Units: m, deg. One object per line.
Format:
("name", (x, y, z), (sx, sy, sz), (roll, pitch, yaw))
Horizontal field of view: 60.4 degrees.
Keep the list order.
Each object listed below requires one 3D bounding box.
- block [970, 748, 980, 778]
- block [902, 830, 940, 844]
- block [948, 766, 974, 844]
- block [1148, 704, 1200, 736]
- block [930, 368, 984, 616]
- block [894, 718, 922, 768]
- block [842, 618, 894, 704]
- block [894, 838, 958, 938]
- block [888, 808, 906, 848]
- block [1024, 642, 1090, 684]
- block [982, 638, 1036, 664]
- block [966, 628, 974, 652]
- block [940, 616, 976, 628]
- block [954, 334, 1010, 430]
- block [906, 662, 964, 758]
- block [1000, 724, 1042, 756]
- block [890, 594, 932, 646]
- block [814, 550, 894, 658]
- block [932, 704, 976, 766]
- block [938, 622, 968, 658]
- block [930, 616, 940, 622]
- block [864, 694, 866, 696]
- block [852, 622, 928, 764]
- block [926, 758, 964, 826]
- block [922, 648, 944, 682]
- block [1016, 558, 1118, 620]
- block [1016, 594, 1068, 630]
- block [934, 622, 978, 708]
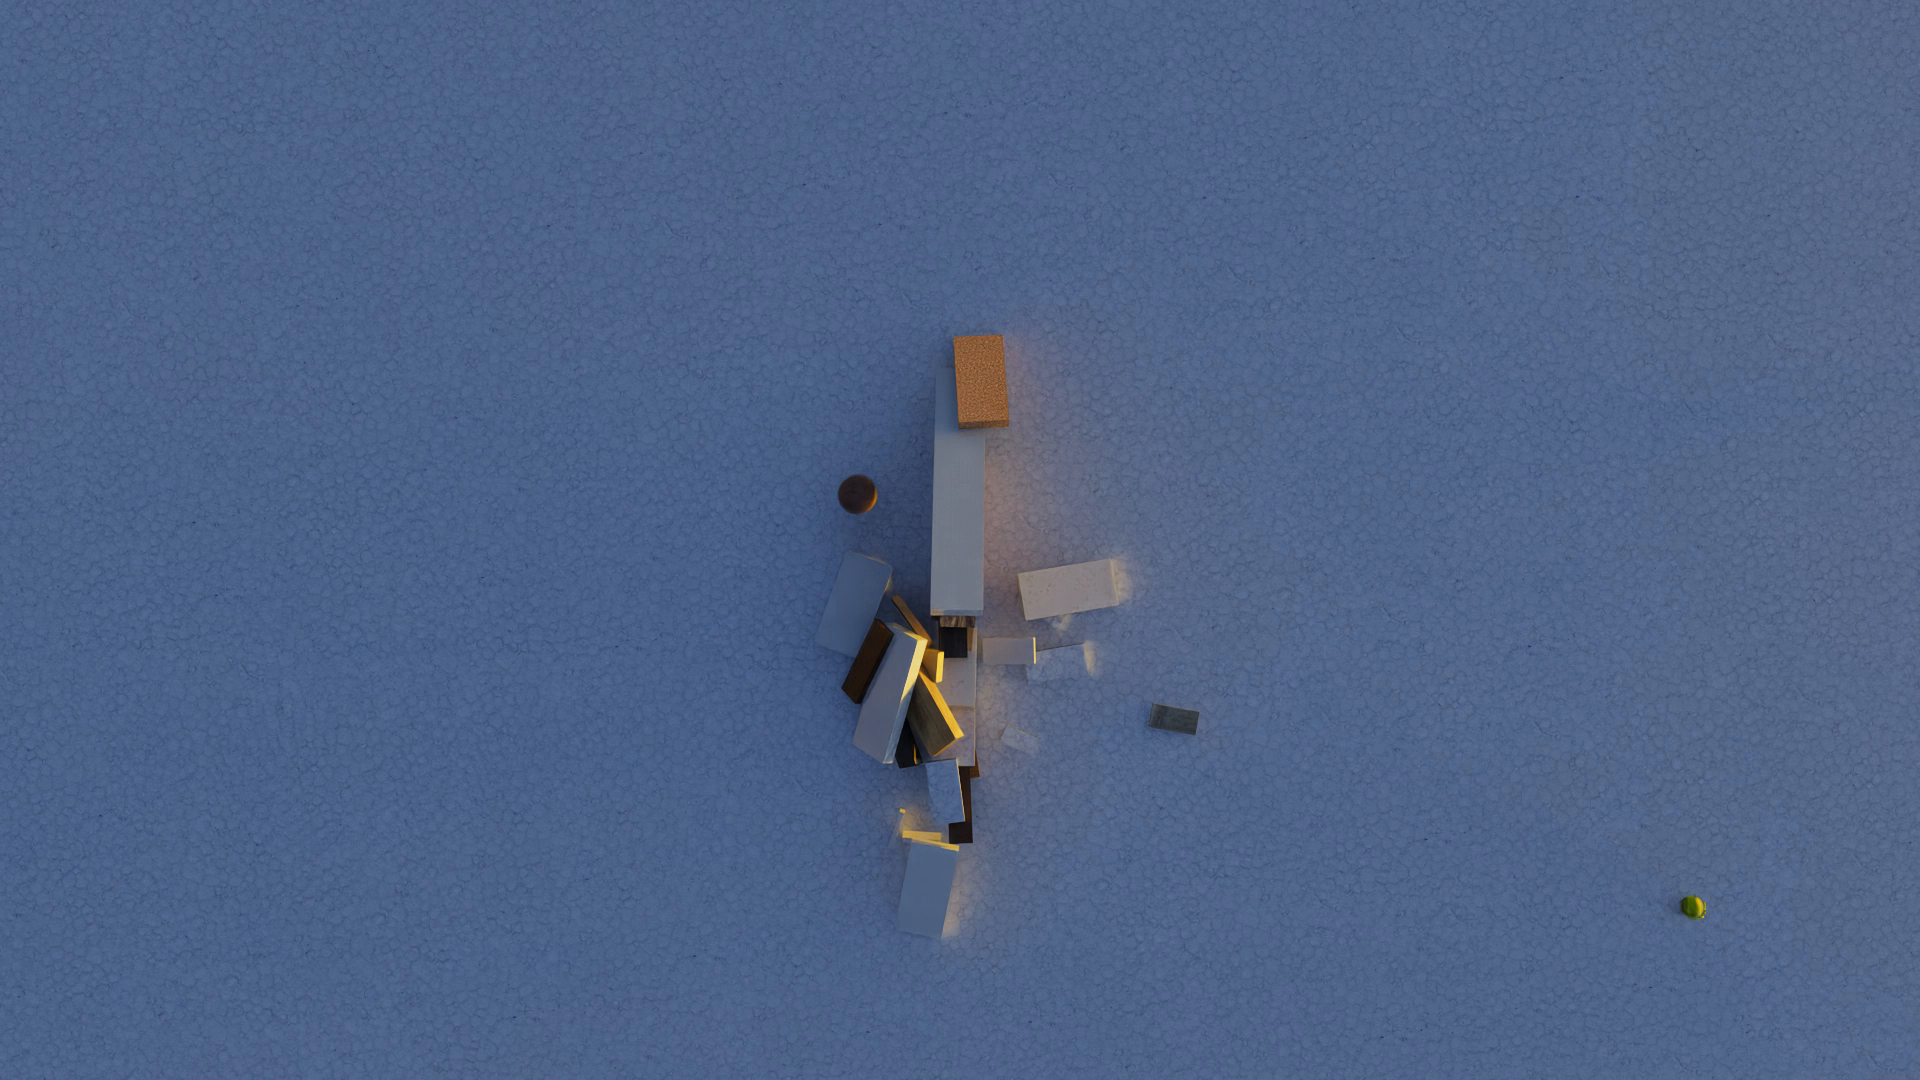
("block", (0.015, 0.716, 5.489), (0.078, 0.022, 0.157), (-10, 90, 0))
("block", (-0.127, 0.987, 5.468), (0.125, 0.063, 0.018), (4, 102, 0))
("block", (-0.006, 0.760, 5.443), (0.078, 0.022, 0.476), (-3, 79, 1))
("block", (0.712, 0.597, 5.489), (0.157, 0.022, 0.078), (10, 90, 0))
("block", (-0.003, -0.167, 5.290), (0.162, 0.046, 0.869), (1, 64, 1))
("block", (-0.196, 0.649, 5.450), (0.029, 0.103, 0.205), (-20, 90, -37))
("block", (-0.304, 0.399, 5.417), (0.086, 0.024, 0.280), (43, 116, 38))
("block", (-0.110, 1.148, 5.445), (0.157, 0.044, 0.313), (11, 102, 0))
("block", (-0.211, 0.958, 5.469), (0.018, 0.063, 0.125), (18, 90, 0))
("block", (0.319, 0.410, 5.485), (0.205, 0.029, 0.103), (-9, 90, 0))
("block", (0.163, 0.368, 5.469), (0.172, 0.024, 0.086), (-1, 90, 13))
("block", (0.000, 0.271, 5.448), (0.093, 0.026, 0.185), (5, 70, 1))
("block", (-0.002, 0.180, 5.279), (0.113, 0.032, 0.227), (2, 126, -4))
("block", (0.069, -0.520, 5.408), (0.162, 0.046, 0.325), (-3, 64, -1))
("block", (-0.109, 0.552, 5.375), (0.140, 0.040, 0.280), (-42, 72, 39))
("block", (0.201, 0.667, 5.491), (0.125, 0.018, 0.063), (24, 90, 0))
("block", (-0.159, 0.265, 5.450), (0.028, 0.098, 0.196), (-36, 90, -5))
("block", (-0.354, 0.214, 5.477), (0.162, 0.046, 0.325), (20, 90, 0))
("block", (-0.021, 0.605, 5.442), (0.140, 0.040, 0.280), (0, 79, 1))
("block", (-0.024, 0.293, 5.400), (0.093, 0.026, 0.185), (-1, 82, 0))
("block", (-0.029, 0.157, 5.391), (0.110, 0.031, 0.220), (6, 81, 1))
("block", (-0.265, 0.422, 5.462), (0.098, 0.028, 0.196), (5, 100, 9))
("block", (-0.231, 0.499, 5.390), (0.157, 0.044, 0.430), (26, 105, 40))
("block", (-0.048, 0.821, 5.384), (0.103, 0.029, 0.205), (-7, 91, 1))
("block", (-0.139, 0.396, 5.418), (0.196, 0.028, 0.098), (13, 104, 39))
("block", (0.356, 0.164, 5.458), (0.313, 0.044, 0.157), (-9, 85, -5))
("block", (0.278, 0.212, 5.488), (0.172, 0.024, 0.086), (37, 90, 0))
("block", (-0.017, 0.411, 5.442), (0.140, 0.040, 0.280), (2, 74, 0))
